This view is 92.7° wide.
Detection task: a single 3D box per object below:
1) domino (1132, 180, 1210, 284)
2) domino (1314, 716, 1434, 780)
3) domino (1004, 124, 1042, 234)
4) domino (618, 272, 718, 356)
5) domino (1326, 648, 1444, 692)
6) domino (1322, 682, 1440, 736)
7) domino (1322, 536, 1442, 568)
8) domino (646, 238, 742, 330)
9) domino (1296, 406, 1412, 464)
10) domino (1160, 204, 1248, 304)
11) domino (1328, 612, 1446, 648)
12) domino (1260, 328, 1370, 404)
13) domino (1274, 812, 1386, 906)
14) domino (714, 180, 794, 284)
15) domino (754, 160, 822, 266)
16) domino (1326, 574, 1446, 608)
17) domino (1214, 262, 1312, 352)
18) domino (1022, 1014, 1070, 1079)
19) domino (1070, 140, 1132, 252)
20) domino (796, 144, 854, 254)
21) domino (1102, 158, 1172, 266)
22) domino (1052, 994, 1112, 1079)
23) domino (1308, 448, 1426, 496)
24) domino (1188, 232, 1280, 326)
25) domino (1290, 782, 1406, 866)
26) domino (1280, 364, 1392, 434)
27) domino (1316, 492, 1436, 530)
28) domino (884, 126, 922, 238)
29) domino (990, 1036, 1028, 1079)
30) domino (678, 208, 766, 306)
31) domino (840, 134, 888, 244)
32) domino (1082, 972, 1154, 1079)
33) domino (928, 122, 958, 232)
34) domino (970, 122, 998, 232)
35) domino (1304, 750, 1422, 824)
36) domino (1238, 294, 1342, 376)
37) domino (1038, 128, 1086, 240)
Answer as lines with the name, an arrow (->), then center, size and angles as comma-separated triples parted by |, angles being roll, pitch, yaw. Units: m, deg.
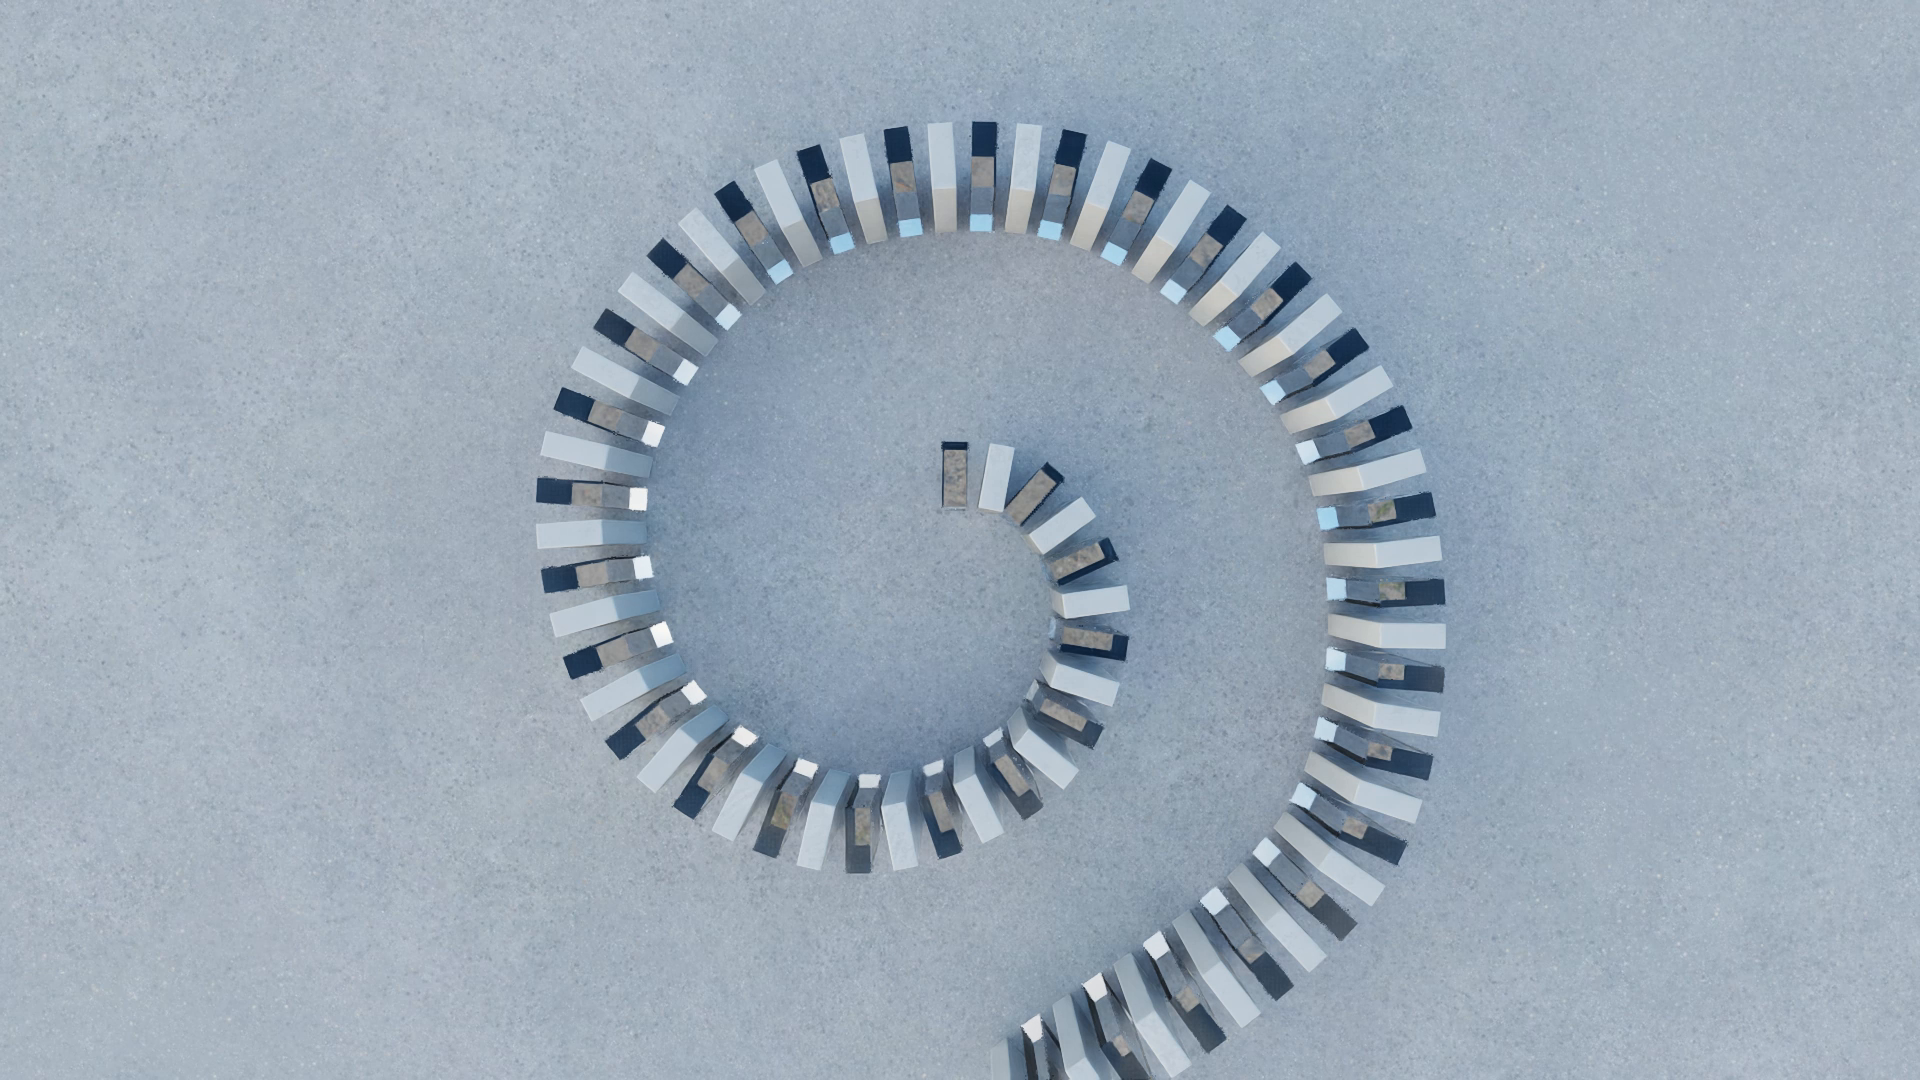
domino -> 0.085, -0.125, 0.375 | 0.010, 0.050, 0.025 | 33, 90, 0
domino -> 0.168, 0.085, 0.375 | 0.025, 0.050, 0.009 | 13, 90, 0
domino -> 0.025, -0.146, 0.375 | 0.009, 0.050, 0.025 | 6, 90, 0
domino -> -0.118, -0.091, 0.375 | 0.025, 0.050, 0.010 | 38, 90, 0
domino -> 0.172, 0.053, 0.375 | 0.025, 0.050, 0.009 | 4, 90, 0
domino -> 0.171, 0.069, 0.375 | 0.025, 0.050, 0.010 | 8, 90, 0
domino -> 0.171, 0.005, 0.375 | 0.025, 0.050, 0.010 | -7, 90, 0
domino -> -0.108, -0.103, 0.375 | 0.025, 0.050, 0.009 | 43, 90, 0
domino -> 0.160, -0.042, 0.375 | 0.025, 0.050, 0.010 | -23, 90, 0
domino -> 0.098, -0.116, 0.375 | 0.010, 0.050, 0.025 | 37, 90, 0
domino -> 0.173, 0.037, 0.375 | 0.025, 0.050, 0.010 | 1, 90, 0
domino -> 0.144, -0.070, 0.375 | 0.025, 0.050, 0.010 | -36, 90, 0
domino -> 0.150, 0.129, 0.375 | 0.025, 0.050, 0.010 | 35, 90, 0
domino -> -0.083, -0.124, 0.375 | 0.009, 0.050, 0.025 | -34, 90, 0
domino -> -0.069, -0.132, 0.375 | 0.009, 0.050, 0.025 | -24, 90, 0
domino -> 0.173, 0.021, 0.375 | 0.025, 0.050, 0.010 | -3, 90, 0
domino -> 0.123, -0.094, 0.375 | 0.010, 0.050, 0.025 | 45, 90, 0
domino -> 0.038, 0.220, 0.375 | 0.010, 0.050, 0.025 | -35, 90, 0
domino -> 0.057, -0.139, 0.375 | 0.010, 0.050, 0.025 | 21, 90, 0
domino -> -0.054, -0.138, 0.375 | 0.010, 0.050, 0.025 | -18, 90, 0
domino -> 0.071, -0.133, 0.375 | 0.009, 0.050, 0.025 | 27, 90, 0
domino -> 0.051, 0.211, 0.375 | 0.009, 0.050, 0.025 | -34, 90, 0
domino -> 0.165, -0.027, 0.375 | 0.025, 0.050, 0.010 | -16, 90, 0
domino -> 0.111, -0.105, 0.375 | 0.010, 0.050, 0.025 | 41, 90, 0
domino -> 0.158, 0.115, 0.375 | 0.025, 0.050, 0.010 | 25, 90, 0
domino -> 0.152, -0.057, 0.375 | 0.025, 0.050, 0.009 | -30, 90, 0
domino -> 0.169, -0.011, 0.375 | 0.025, 0.050, 0.009 | -11, 90, 0
domino -> -0.023, -0.145, 0.375 | 0.009, 0.050, 0.025 | -8, 90, 0
domino -> 0.025, 0.229, 0.375 | 0.009, 0.050, 0.025 | -40, 90, 0
domino -> -0.096, -0.115, 0.375 | 0.010, 0.050, 0.025 | -41, 90, 0
domino -> -0.039, -0.142, 0.375 | 0.010, 0.050, 0.025 | -13, 90, 0
domino -> 0.064, 0.202, 0.375 | 0.009, 0.050, 0.025 | -34, 90, 0
domino -> -0.007, -0.147, 0.375 | 0.010, 0.050, 0.025 | -4, 90, 0
domino -> 0.009, -0.147, 0.375 | 0.009, 0.050, 0.025 | 1, 90, 0
domino -> 0.163, 0.100, 0.375 | 0.025, 0.050, 0.010 | 18, 90, 0
domino -> 0.134, -0.083, 0.375 | 0.025, 0.050, 0.010 | -41, 90, 0
domino -> 0.041, -0.144, 0.375 | 0.009, 0.050, 0.025 | 12, 90, 0
